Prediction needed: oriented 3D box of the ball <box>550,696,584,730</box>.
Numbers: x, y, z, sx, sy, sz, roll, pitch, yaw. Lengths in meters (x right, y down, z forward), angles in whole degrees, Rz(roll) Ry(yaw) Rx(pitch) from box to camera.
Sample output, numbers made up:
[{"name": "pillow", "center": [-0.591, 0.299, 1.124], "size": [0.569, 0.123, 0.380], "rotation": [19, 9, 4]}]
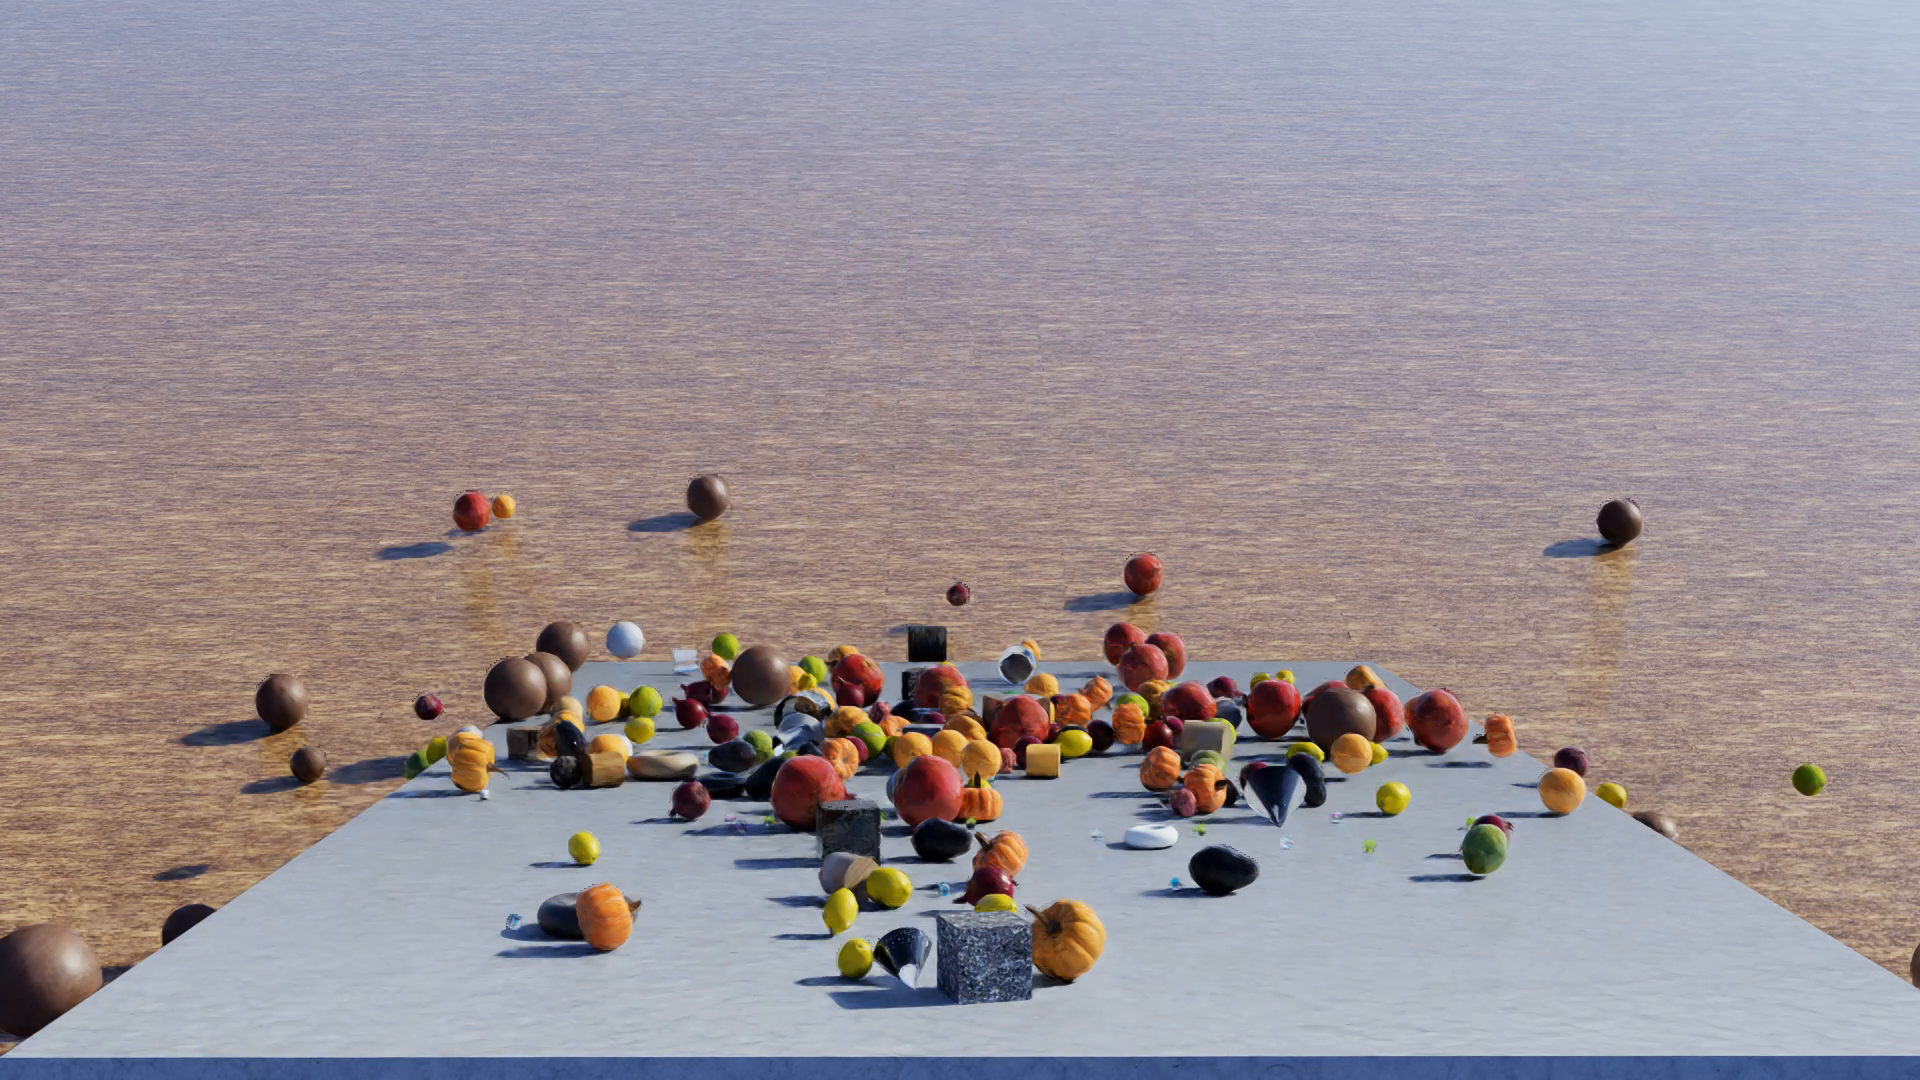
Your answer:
[{"name": "ball", "center": [-0.787, 0.346, 5.141], "size": [0.066, 0.066, 0.066], "rotation": [0, 22, 0]}]

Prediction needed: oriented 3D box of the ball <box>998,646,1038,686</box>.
[{"name": "ball", "center": [0.134, 0.291, 5.967], "size": [0.092, 0.092, 0.092], "rotation": [0, 22, 0]}]

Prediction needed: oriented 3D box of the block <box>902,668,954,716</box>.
[{"name": "block", "center": [-0.066, 0.319, 5.397], "size": [0.092, 0.092, 0.092], "rotation": [1, 3, 13]}]

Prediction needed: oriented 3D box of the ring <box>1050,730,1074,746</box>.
[{"name": "ring", "center": [0.179, 0.377, 4.898], "size": [0.079, 0.026, 0.079], "rotation": [0, 1, 0]}]

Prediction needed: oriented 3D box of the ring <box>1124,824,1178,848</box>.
[{"name": "ring", "center": [0.278, 0.434, 3.760], "size": [0.081, 0.027, 0.081], "rotation": [-4, 2, 0]}]

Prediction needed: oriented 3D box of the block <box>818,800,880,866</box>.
[{"name": "block", "center": [-0.158, 0.414, 3.632], "size": [0.080, 0.080, 0.080], "rotation": [0, 3, -9]}]

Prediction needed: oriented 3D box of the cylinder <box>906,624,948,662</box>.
[{"name": "cylinder", "center": [-0.085, 0.268, 6.643], "size": [0.090, 0.090, 0.090], "rotation": [9, 21, -7]}]

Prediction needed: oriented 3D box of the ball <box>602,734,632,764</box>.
[{"name": "ball", "center": [-0.615, 0.377, 4.614], "size": [0.056, 0.056, 0.056], "rotation": [0, 22, 0]}]

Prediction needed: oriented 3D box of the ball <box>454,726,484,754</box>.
[{"name": "ball", "center": [-0.913, 0.370, 4.781], "size": [0.053, 0.053, 0.053], "rotation": [0, 22, 0]}]

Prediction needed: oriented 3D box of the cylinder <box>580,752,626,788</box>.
[{"name": "cylinder", "center": [-0.605, 0.389, 4.354], "size": [0.058, 0.058, 0.058], "rotation": [-2, 20, -31]}]

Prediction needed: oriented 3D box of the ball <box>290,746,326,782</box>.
[{"name": "ball", "center": [-1.550, 0.532, 6.115], "size": [0.084, 0.084, 0.084], "rotation": [0, 22, 0]}]

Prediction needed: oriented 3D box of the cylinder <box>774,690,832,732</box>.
[{"name": "cylinder", "center": [-0.304, 0.341, 4.981], "size": [0.091, 0.091, 0.091], "rotation": [4, 4, 10]}]

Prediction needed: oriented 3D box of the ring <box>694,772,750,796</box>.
[{"name": "ring", "center": [-0.396, 0.407, 4.274], "size": [0.094, 0.031, 0.094], "rotation": [0, 4, 0]}]

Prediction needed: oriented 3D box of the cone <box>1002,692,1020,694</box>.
[{"name": "cone", "center": [0.102, 0.358, 5.198], "size": [0.077, 0.077, 0.077], "rotation": [2, 30, 6]}]

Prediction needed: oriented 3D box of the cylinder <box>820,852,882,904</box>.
[{"name": "cylinder", "center": [-0.142, 0.438, 3.346], "size": [0.059, 0.059, 0.059], "rotation": [-16, 11, -34]}]

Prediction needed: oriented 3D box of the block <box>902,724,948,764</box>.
[{"name": "block", "center": [-0.063, 0.369, 4.663], "size": [0.065, 0.065, 0.065], "rotation": [1, 3, 19]}]

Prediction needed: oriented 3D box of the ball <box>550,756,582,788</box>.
[{"name": "ball", "center": [-0.665, 0.391, 4.344], "size": [0.055, 0.055, 0.055], "rotation": [0, 22, 0]}]

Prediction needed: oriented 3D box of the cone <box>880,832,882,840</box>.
[{"name": "cone", "center": [-0.150, 0.437, 3.723], "size": [0.054, 0.054, 0.054], "rotation": [10, 33, 23]}]

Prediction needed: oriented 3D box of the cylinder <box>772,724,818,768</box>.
[{"name": "cylinder", "center": [-0.292, 0.363, 4.555], "size": [0.059, 0.059, 0.059], "rotation": [-24, 31, -29]}]

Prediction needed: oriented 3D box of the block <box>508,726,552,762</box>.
[{"name": "block", "center": [-0.788, 0.372, 4.707], "size": [0.057, 0.057, 0.057], "rotation": [2, 4, 37]}]

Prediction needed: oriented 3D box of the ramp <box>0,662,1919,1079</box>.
[{"name": "ramp", "center": [0.051, 0.459, 4.533], "size": [2.000, 0.100, 4.000], "rotation": [0, 3, 0]}]

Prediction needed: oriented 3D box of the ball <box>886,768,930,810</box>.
[{"name": "ball", "center": [-0.082, 0.390, 4.033], "size": [0.068, 0.068, 0.068], "rotation": [0, 22, 0]}]

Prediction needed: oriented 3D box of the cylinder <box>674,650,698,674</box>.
[{"name": "cylinder", "center": [-0.664, 0.293, 6.222], "size": [0.055, 0.055, 0.055], "rotation": [-4, 22, -9]}]

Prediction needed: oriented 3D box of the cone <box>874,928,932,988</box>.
[{"name": "cone", "center": [-0.057, 0.478, 2.857], "size": [0.067, 0.067, 0.067], "rotation": [-5, 32, -11]}]

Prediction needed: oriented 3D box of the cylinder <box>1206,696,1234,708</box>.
[{"name": "cylinder", "center": [0.521, 0.347, 5.093], "size": [0.066, 0.066, 0.066], "rotation": [0, 3, 1]}]

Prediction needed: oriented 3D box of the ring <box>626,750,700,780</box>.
[{"name": "ring", "center": [-0.517, 0.391, 4.475], "size": [0.126, 0.042, 0.126], "rotation": [1, 2, 0]}]

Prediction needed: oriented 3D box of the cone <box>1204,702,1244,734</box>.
[{"name": "cone", "center": [0.510, 0.368, 4.977], "size": [0.079, 0.079, 0.079], "rotation": [2, 38, 5]}]

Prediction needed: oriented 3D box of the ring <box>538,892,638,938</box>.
[{"name": "ring", "center": [-0.456, 0.459, 3.146], "size": [0.122, 0.041, 0.122], "rotation": [0, 4, 0]}]

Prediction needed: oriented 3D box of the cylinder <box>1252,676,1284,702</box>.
[{"name": "cylinder", "center": [0.673, 0.328, 5.629], "size": [0.052, 0.052, 0.052], "rotation": [14, 10, 30]}]

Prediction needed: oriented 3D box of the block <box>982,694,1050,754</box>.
[{"name": "block", "center": [0.105, 0.344, 4.836], "size": [0.099, 0.099, 0.099], "rotation": [-1, 3, -18]}]

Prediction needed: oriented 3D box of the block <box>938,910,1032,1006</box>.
[{"name": "block", "center": [0.026, 0.454, 2.801], "size": [0.082, 0.082, 0.082], "rotation": [-1, 3, -17]}]

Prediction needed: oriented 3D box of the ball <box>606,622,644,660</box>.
[{"name": "ball", "center": [-0.866, 0.259, 6.648], "size": [0.096, 0.096, 0.096], "rotation": [0, 22, 0]}]
